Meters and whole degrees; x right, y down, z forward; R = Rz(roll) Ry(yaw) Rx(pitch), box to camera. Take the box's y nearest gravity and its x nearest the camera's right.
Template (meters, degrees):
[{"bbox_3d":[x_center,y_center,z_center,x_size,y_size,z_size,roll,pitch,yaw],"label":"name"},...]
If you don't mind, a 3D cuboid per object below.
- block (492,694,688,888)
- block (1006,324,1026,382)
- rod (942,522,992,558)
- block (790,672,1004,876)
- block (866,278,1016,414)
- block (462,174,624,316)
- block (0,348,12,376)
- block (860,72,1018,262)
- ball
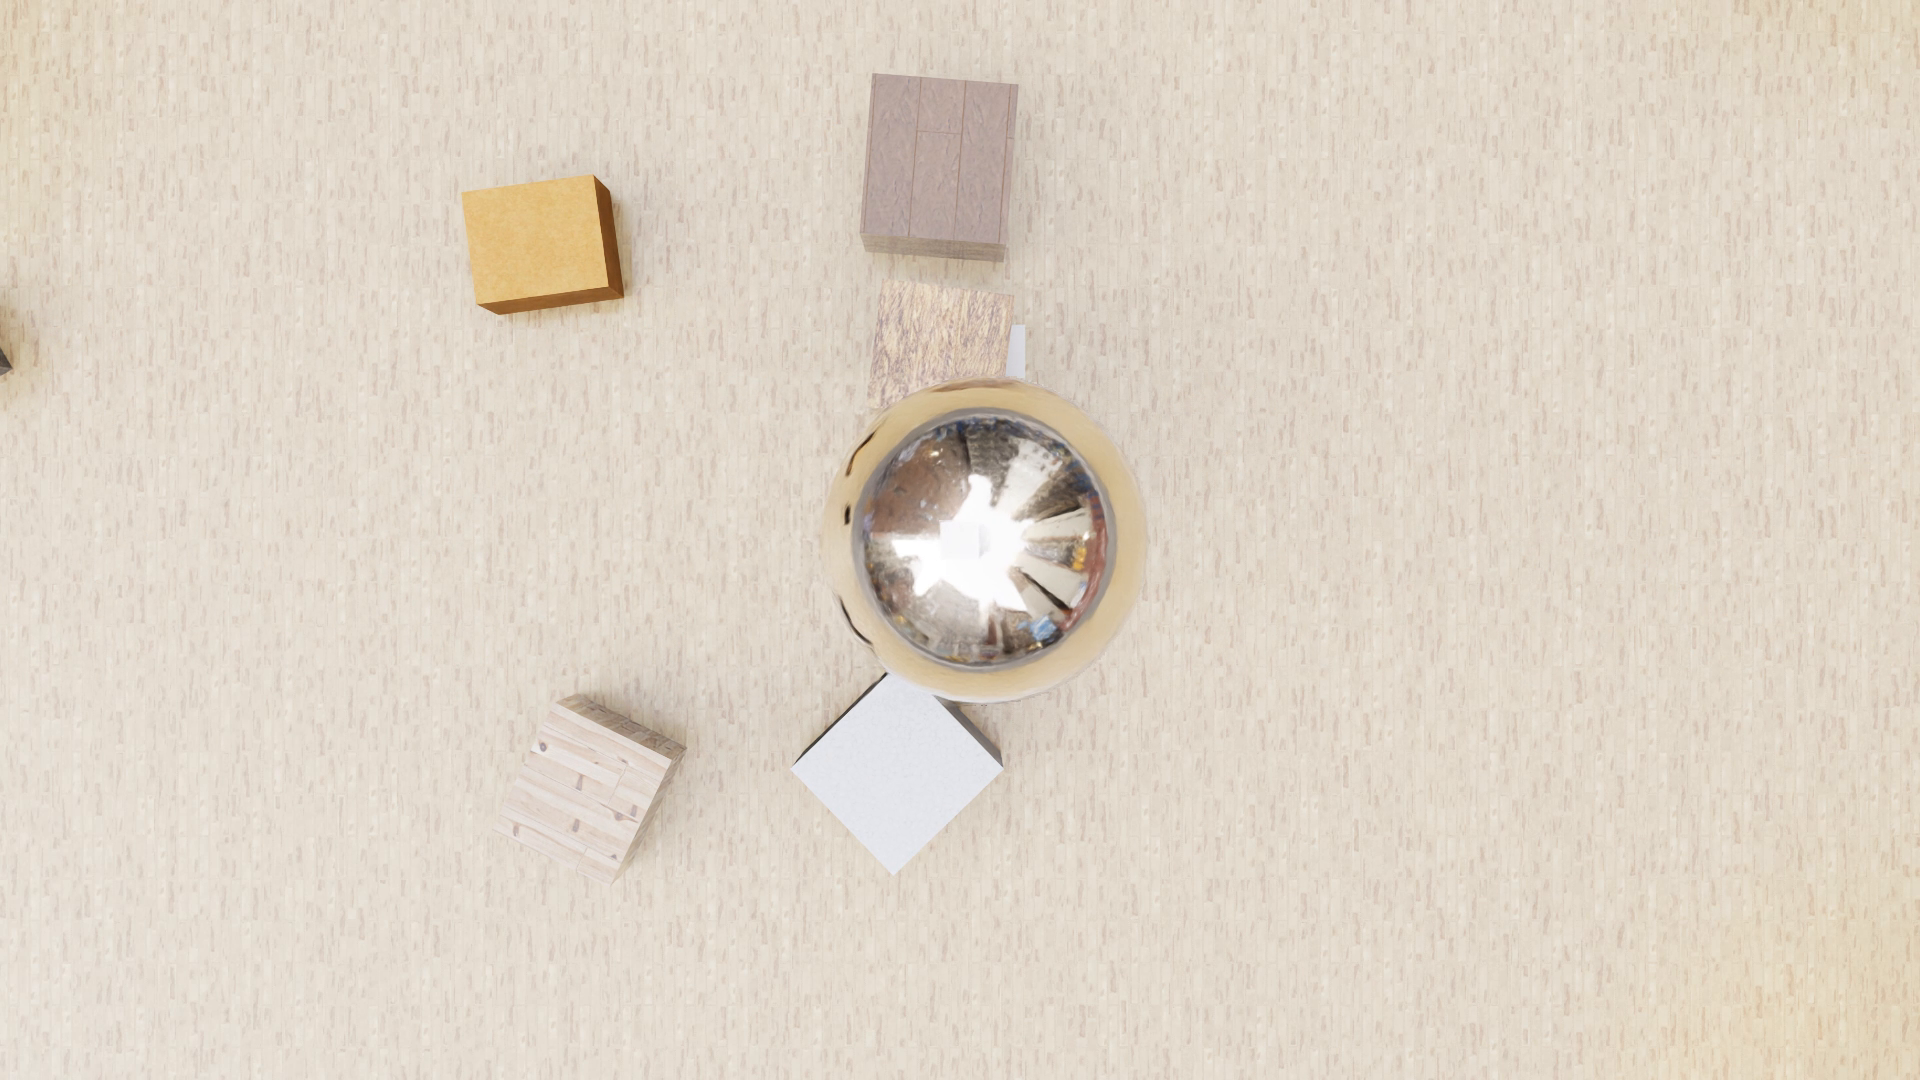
[{"bbox_3d":[-2.111,1.422,12.635,0.732,0.731,0.791,26,90,0],"label":"block"},{"bbox_3d":[-0.011,-0.870,12.683,0.755,0.635,0.681,0,90,0],"label":"block"},{"bbox_3d":[0.051,0.000,7.358,0.080,5.200,0.080,0,90,1],"label":"rod"},{"bbox_3d":[-0.345,1.253,12.515,0.841,0.969,0.813,-44,90,0],"label":"block"},{"bbox_3d":[-0.102,-1.004,12.023,0.714,0.682,0.686,7,90,0],"label":"block"},{"bbox_3d":[-2.399,-1.696,12.702,0.753,0.597,0.639,-8,90,0],"label":"block"},{"bbox_3d":[-6.009,-1.085,12.691,0.635,0.619,0.546,-31,90,0],"label":"block"},{"bbox_3d":[-0.116,-2.117,12.603,0.817,0.794,0.892,4,90,0],"label":"block"},{"bbox_3d":[0.118,0.000,10.758,1.600,1.600,1.600,0,90,0],"label":"ball"}]
